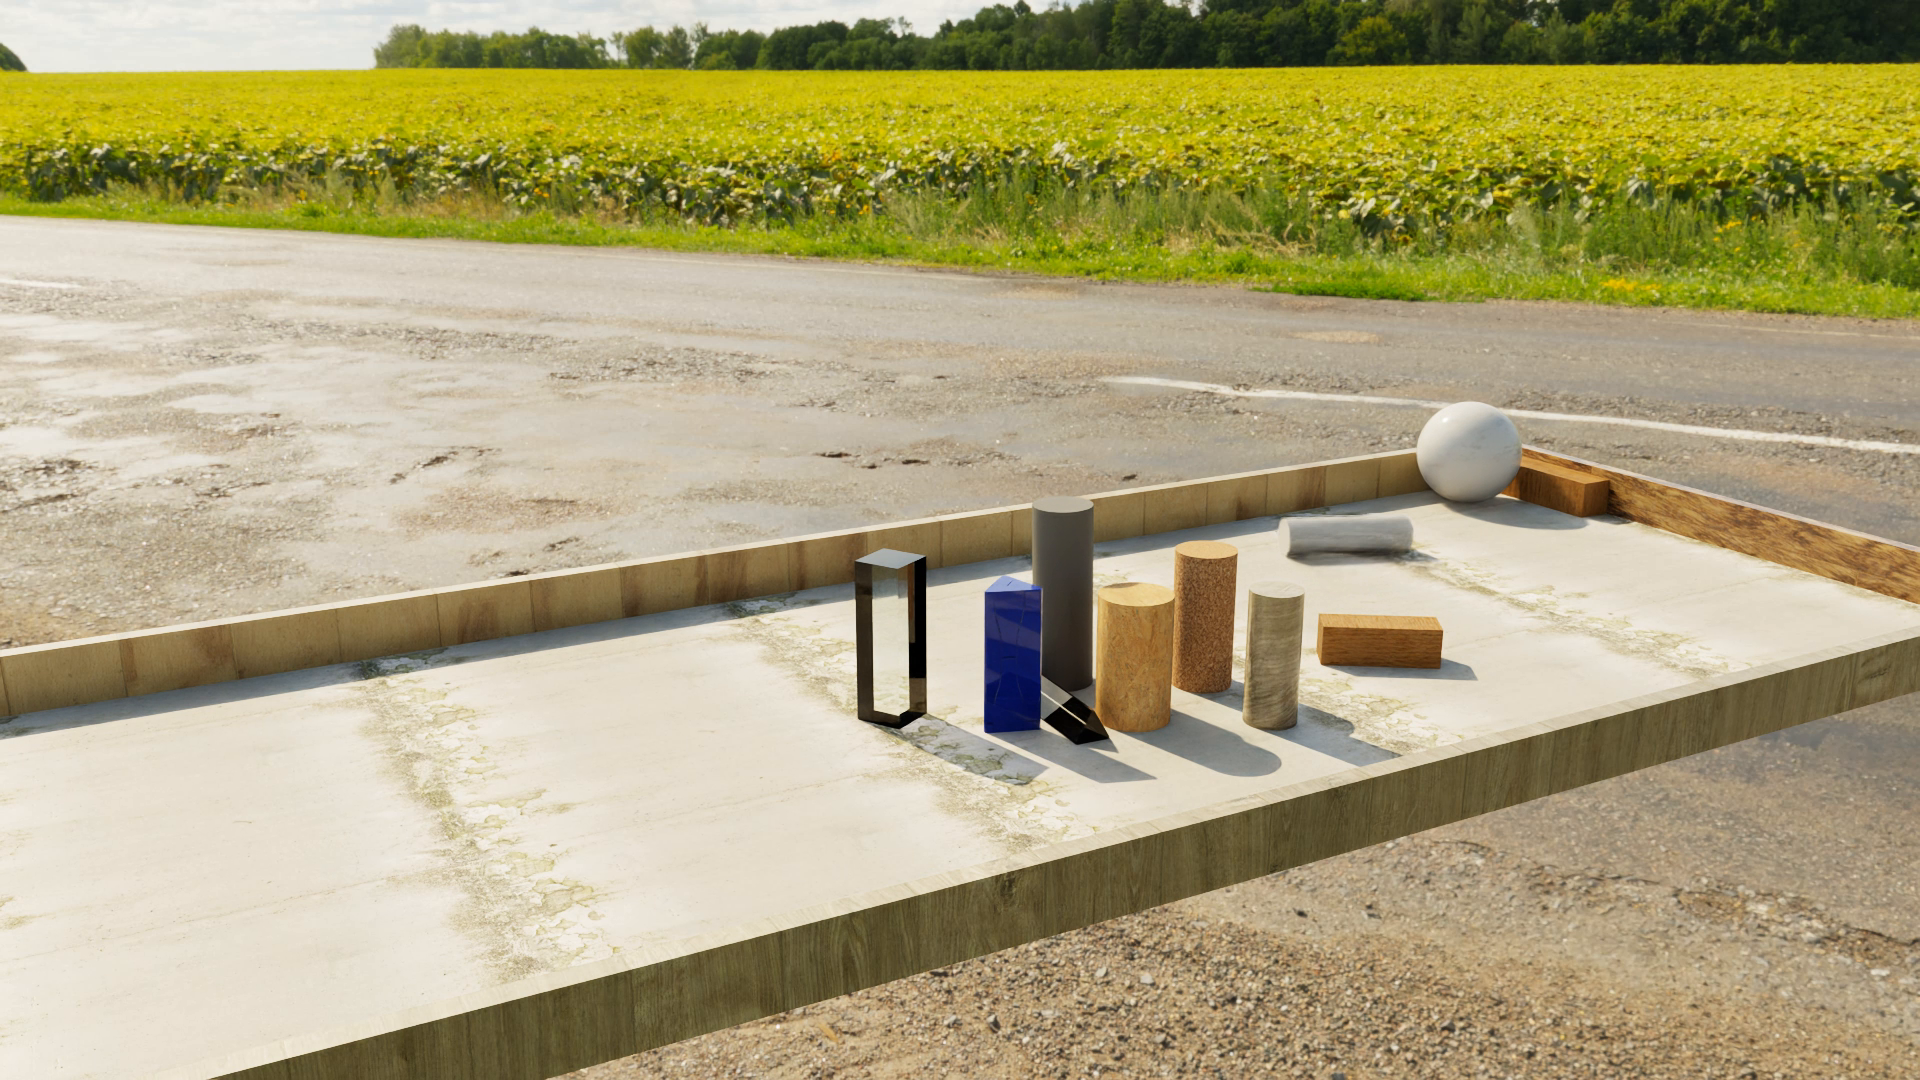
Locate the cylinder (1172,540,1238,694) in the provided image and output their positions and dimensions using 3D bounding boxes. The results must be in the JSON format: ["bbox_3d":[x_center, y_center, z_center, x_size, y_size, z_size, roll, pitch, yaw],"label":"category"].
[{"bbox_3d":[0.604,0.190,4.090,0.152,0.348,0.152,0,16,0],"label":"cylinder"}]

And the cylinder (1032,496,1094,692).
[{"bbox_3d":[0.254,0.133,4.081,0.150,0.460,0.150,-1,17,0],"label":"cylinder"}]

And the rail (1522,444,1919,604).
[{"bbox_3d":[2.466,-0.048,5.253,0.050,0.150,2.100,-9,18,-27],"label":"rail"}]

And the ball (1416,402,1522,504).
[{"bbox_3d":[1.780,-0.307,5.766,0.356,0.356,0.356,0,16,0],"label":"ball"}]

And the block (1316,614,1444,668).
[{"bbox_3d":[1.086,0.262,4.278,0.301,0.105,0.105,2,16,5],"label":"block"}]

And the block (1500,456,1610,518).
[{"bbox_3d":[2.072,-0.190,5.791,0.119,0.119,0.402,-9,18,-27],"label":"block"}]

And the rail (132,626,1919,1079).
[{"bbox_3d":[-2.336,1.006,1.665,12.000,0.150,0.050,-9,18,-27],"label":"rail"}]

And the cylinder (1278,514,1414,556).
[{"bbox_3d":[1.216,-0.015,5.203,0.400,0.114,0.114,-2,17,-8],"label":"cylinder"}]

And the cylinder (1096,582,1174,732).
[{"bbox_3d":[0.410,0.273,3.876,0.178,0.309,0.178,0,16,0],"label":"cylinder"}]

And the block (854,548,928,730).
[{"bbox_3d":[-0.161,0.231,3.872,0.119,0.393,0.119,10,19,30],"label":"block"}]

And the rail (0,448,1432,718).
[{"bbox_3d":[-3.305,0.497,3.399,12.000,0.150,0.050,-9,18,-27],"label":"rail"}]

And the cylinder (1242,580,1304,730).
[{"bbox_3d":[0.732,0.270,3.857,0.127,0.326,0.127,0,16,0],"label":"cylinder"}]

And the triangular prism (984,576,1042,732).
[{"bbox_3d":[0.112,0.264,3.847,0.132,0.345,0.115,-3,17,-10],"label":"triangular prism"}]

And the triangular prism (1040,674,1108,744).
[{"bbox_3d":[0.223,0.376,3.934,0.088,0.076,0.381,-8,18,-24],"label":"triangular prism"}]
